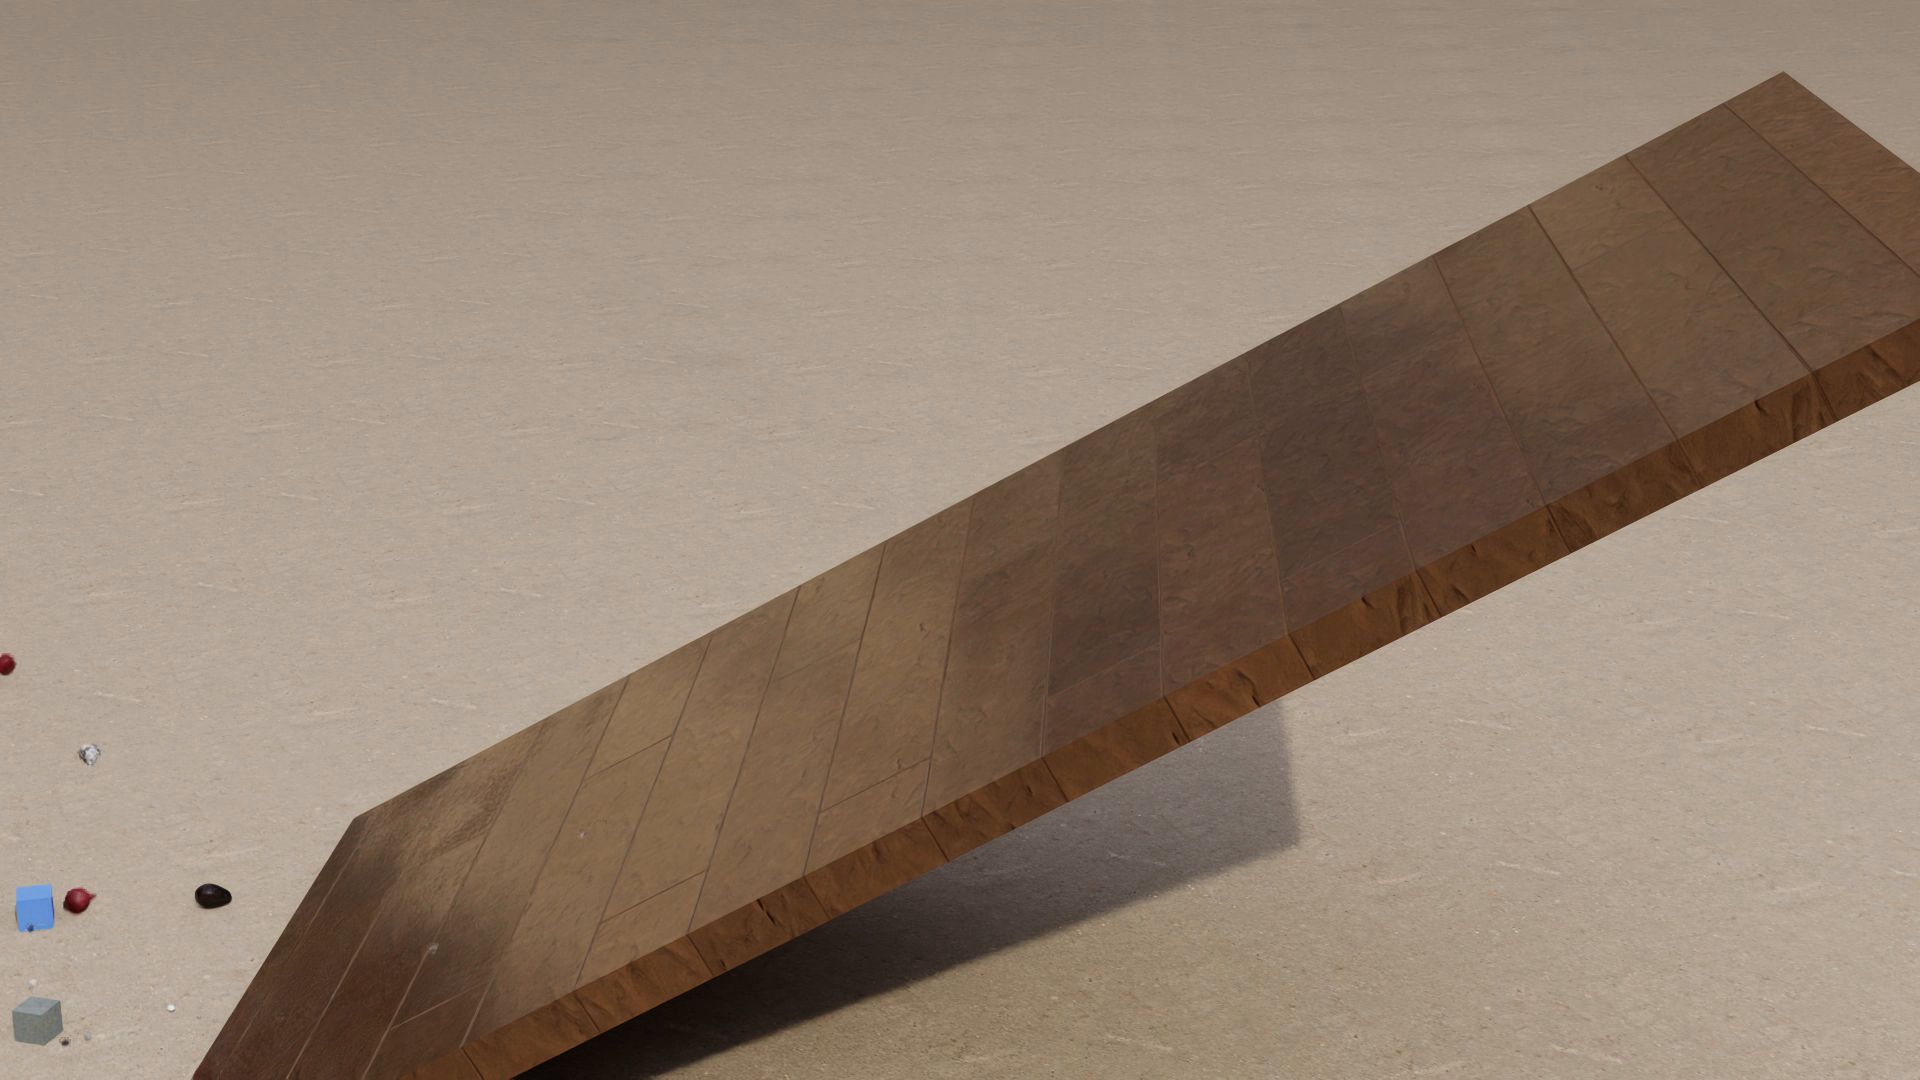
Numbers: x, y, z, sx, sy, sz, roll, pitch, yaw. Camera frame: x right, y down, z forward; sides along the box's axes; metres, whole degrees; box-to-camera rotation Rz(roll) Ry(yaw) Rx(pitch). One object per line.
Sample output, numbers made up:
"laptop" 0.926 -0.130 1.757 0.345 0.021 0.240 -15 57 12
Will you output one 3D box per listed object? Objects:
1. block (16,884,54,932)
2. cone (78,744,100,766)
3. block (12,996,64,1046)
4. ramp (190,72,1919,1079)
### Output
"block" -2.266 0.901 7.206 0.082 0.082 0.082 -5 19 -15
"cone" -2.423 0.610 8.188 0.060 0.060 0.060 -5 45 -16
"block" -2.085 1.087 6.648 0.076 0.076 0.076 5 19 16
"ramp" 0.142 0.167 6.283 4.000 0.100 2.000 -27 14 11
